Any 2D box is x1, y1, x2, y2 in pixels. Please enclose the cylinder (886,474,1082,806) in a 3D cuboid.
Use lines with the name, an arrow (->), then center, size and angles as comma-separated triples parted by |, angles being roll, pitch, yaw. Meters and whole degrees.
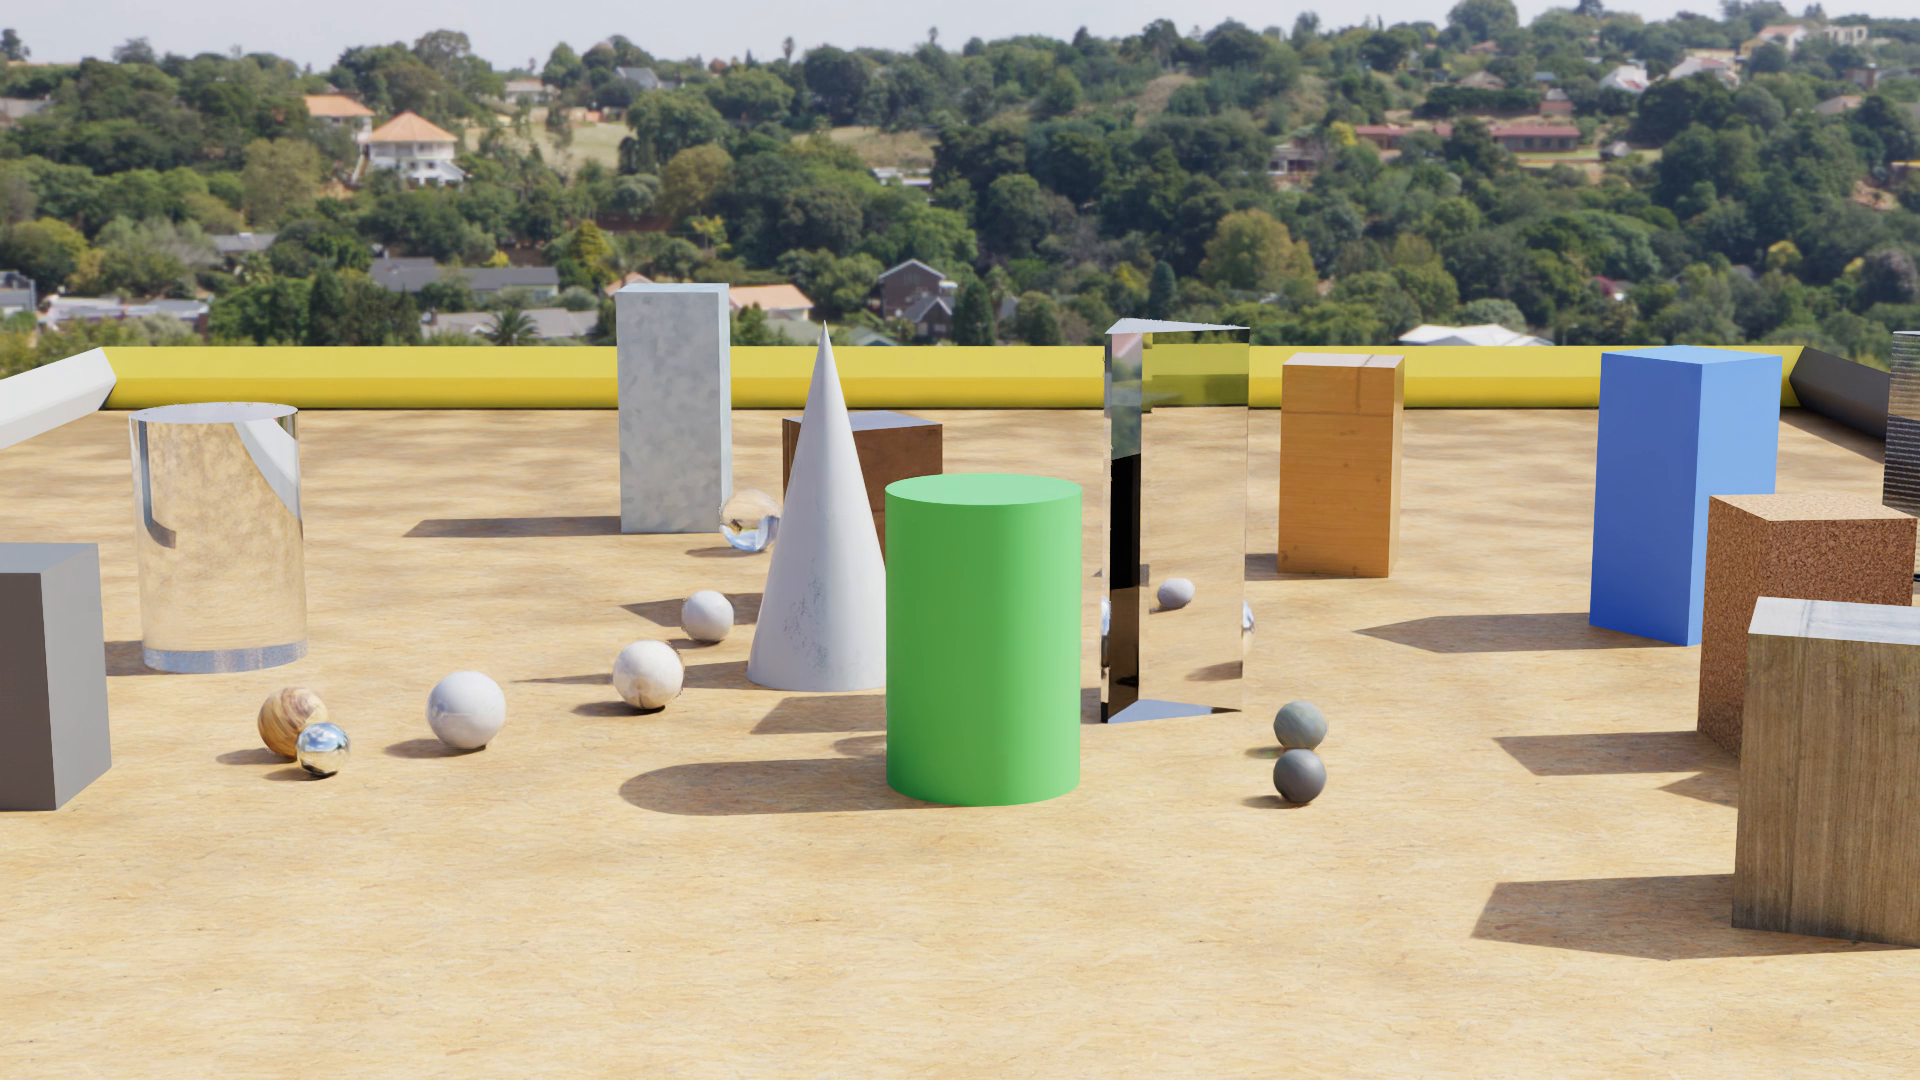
cylinder -> 0.024, 0.098, 2.626 | 0.200, 0.305, 0.200 | 0, 10, 0

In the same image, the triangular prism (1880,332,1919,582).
triangular prism -> 1.442, -0.120, 3.673 | 0.150, 0.353, 0.173 | -9, 14, -41

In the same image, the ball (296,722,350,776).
ball -> -0.662, 0.217, 2.667 | 0.056, 0.056, 0.056 | 0, 10, 0

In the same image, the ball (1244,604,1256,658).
ball -> 0.314, 0.109, 3.138 | 0.096, 0.096, 0.096 | 0, 10, 0

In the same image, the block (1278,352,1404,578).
block -> 0.560, -0.113, 3.765 | 0.160, 0.304, 0.160 | 3, 11, 14

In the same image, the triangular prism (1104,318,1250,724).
triangular prism -> 0.217, -0.028, 2.937 | 0.173, 0.438, 0.150 | -4, 11, -20

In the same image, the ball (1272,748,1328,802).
ball -> 0.340, 0.236, 2.568 | 0.054, 0.054, 0.054 | 0, 10, 0

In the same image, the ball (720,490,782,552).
ball -> -0.316, -0.029, 3.890 | 0.094, 0.094, 0.094 | 0, 10, 0

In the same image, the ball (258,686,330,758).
ball -> -0.711, 0.194, 2.738 | 0.075, 0.075, 0.075 | 0, 10, 0

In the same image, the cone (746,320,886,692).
cone -> -0.160, -0.050, 3.080 | 0.200, 0.430, 0.200 | 0, 10, 0

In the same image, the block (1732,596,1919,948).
block -> 0.763, 0.196, 2.221 | 0.160, 0.258, 0.160 | 4, 11, 20

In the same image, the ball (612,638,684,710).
ball -> -0.357, 0.154, 2.940 | 0.081, 0.081, 0.081 | 0, 10, 0

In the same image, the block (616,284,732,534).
block -> -0.454, -0.213, 4.097 | 0.160, 0.380, 0.160 | 0, 10, 1

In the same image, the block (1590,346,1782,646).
block -> 0.942, -0.062, 3.336 | 0.160, 0.360, 0.160 | -7, 13, -35

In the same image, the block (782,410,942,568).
block -> -0.133, -0.035, 3.484 | 0.160, 0.255, 0.160 | -6, 12, -30

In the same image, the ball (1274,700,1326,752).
ball -> 0.365, 0.200, 2.753 | 0.057, 0.057, 0.057 | 0, 10, 0

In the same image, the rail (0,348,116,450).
rail -> -1.812, 0.035, 3.438 | 0.045, 0.130, 4.247 | 0, 10, 0

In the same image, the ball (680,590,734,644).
ball -> -0.323, 0.098, 3.277 | 0.067, 0.067, 0.067 | 0, 10, 0

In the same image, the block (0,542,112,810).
block -> -0.974, 0.135, 2.600 | 0.160, 0.240, 0.160 | 0, 10, 1

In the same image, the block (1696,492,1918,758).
block -> 0.905, 0.094, 2.754 | 0.160, 0.265, 0.160 | -1, 11, -6

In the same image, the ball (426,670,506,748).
ball -> -0.533, 0.183, 2.769 | 0.085, 0.085, 0.085 | 0, 10, 0

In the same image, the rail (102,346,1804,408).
rail -> -0.012, -0.348, 5.513 | 3.672, 0.130, 0.045 | 0, 10, 0

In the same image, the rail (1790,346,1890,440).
rail -> 1.812, 0.032, 3.459 | 0.045, 0.130, 4.247 | 0, 10, 0

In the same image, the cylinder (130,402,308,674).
cylinder -> -0.918, -0.006, 3.184 | 0.200, 0.306, 0.200 | 0, 10, 0
